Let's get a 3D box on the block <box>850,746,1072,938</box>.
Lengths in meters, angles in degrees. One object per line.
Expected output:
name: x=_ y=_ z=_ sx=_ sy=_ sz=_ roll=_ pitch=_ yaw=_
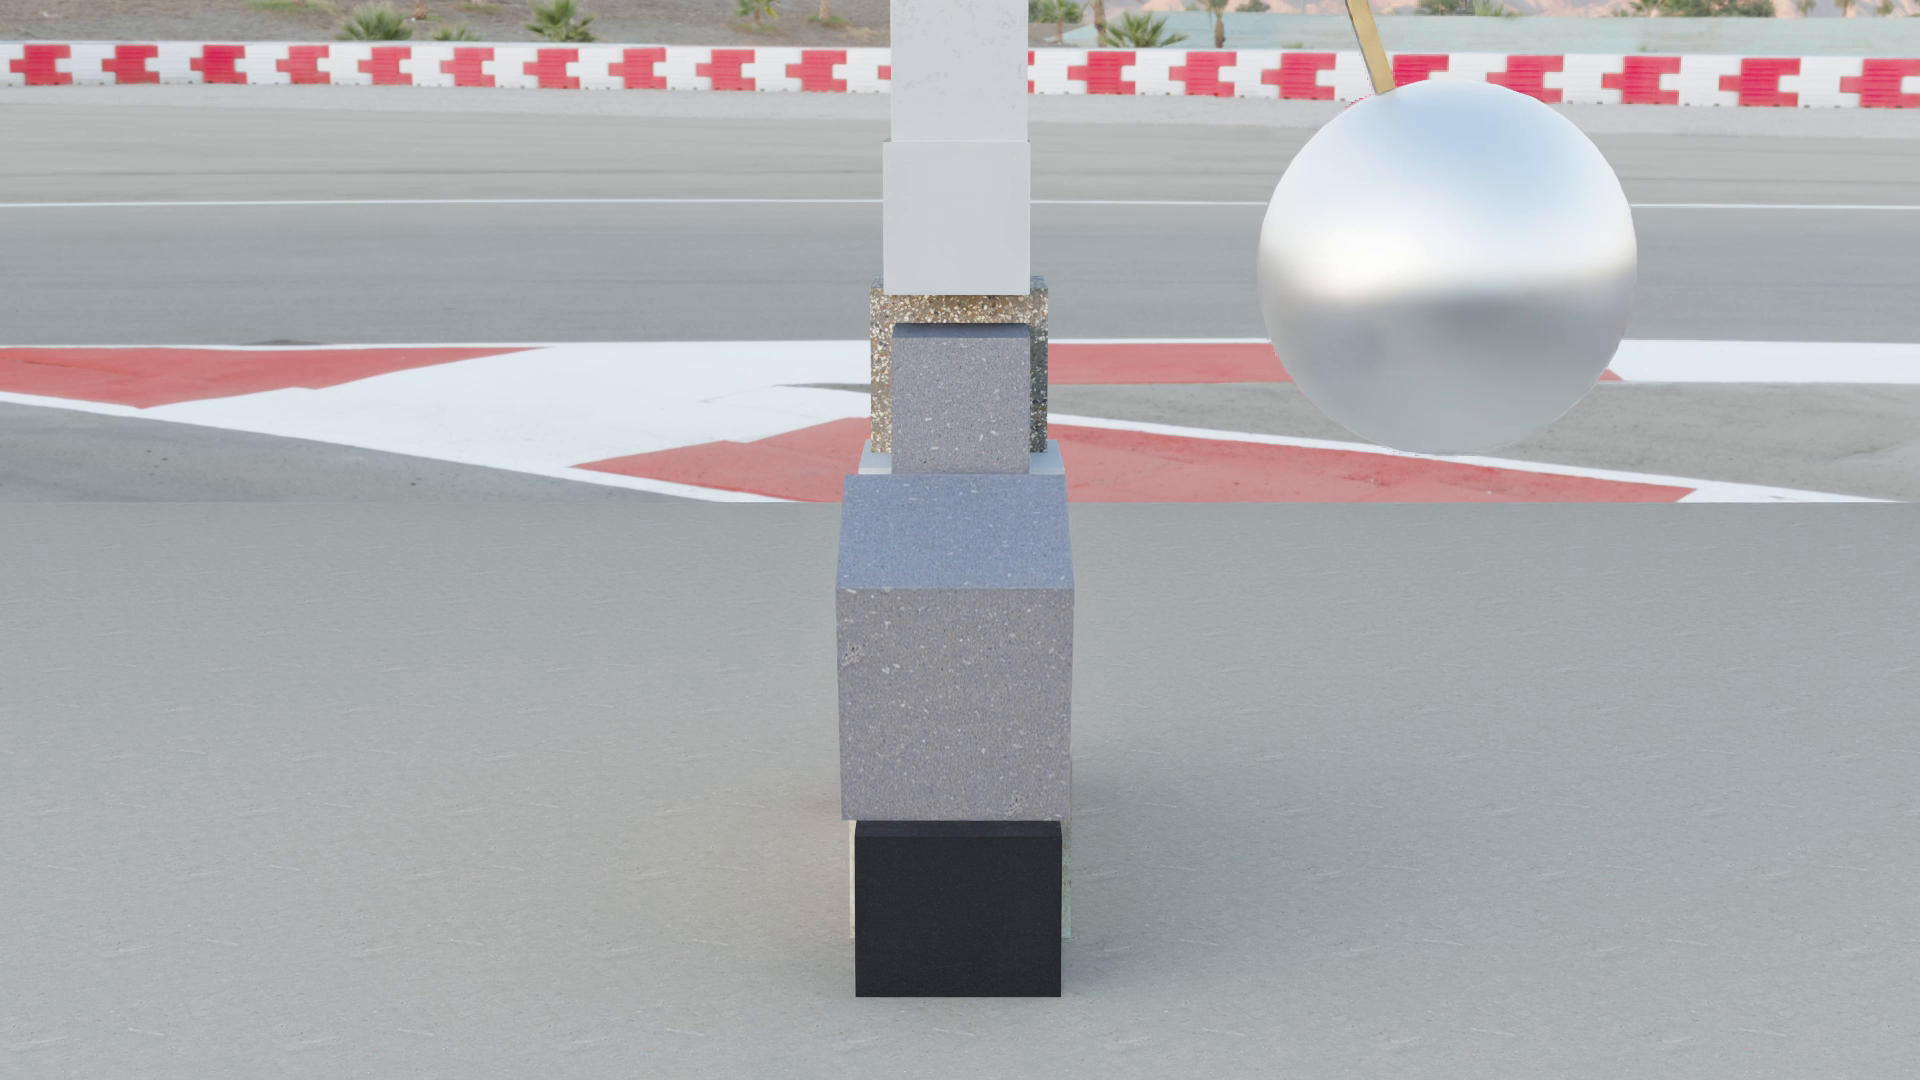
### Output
block: x=0.002 y=1.172 z=10.908 sx=0.906 sy=0.791 sz=0.854 roll=0 pitch=10 yaw=0

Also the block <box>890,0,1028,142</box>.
block: x=-0.002 y=-2.003 z=10.816 sx=0.564 sy=0.623 sz=0.526 roll=0 pitch=10 yaw=0

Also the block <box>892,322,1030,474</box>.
block: x=0.003 y=-0.595 z=10.693 sx=0.560 sy=0.562 sz=0.640 roll=0 pitch=10 yaw=0

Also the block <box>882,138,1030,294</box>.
block: x=-0.014 y=-1.388 z=10.928 sx=0.606 sy=0.627 sz=0.704 roll=0 pitch=10 yaw=0

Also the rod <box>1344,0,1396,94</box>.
rod: x=0.899 y=-4.298 z=10.399 sx=0.080 sy=5.200 sz=0.080 roll=-20 pitch=10 yaw=4

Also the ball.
ball: x=2.074 y=-1.159 z=10.970 sx=1.600 sy=1.600 sz=1.600 roll=0 pitch=10 yaw=0

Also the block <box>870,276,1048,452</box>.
block: x=-0.004 y=-0.790 z=11.367 sx=0.760 sy=0.706 sz=0.731 roll=0 pitch=10 yaw=0

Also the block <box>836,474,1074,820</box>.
block: x=-0.019 y=0.413 z=10.116 sx=0.882 sy=1.044 sz=0.907 roll=0 pitch=29 yaw=0

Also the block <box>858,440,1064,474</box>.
block: x=0.006 y=0.120 z=11.144 sx=0.854 sy=1.006 sz=0.847 roll=0 pitch=10 yaw=0

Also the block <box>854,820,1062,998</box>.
block: x=-0.007 y=1.385 z=10.156 sx=0.792 sy=0.642 sz=0.679 roll=0 pitch=10 yaw=0
